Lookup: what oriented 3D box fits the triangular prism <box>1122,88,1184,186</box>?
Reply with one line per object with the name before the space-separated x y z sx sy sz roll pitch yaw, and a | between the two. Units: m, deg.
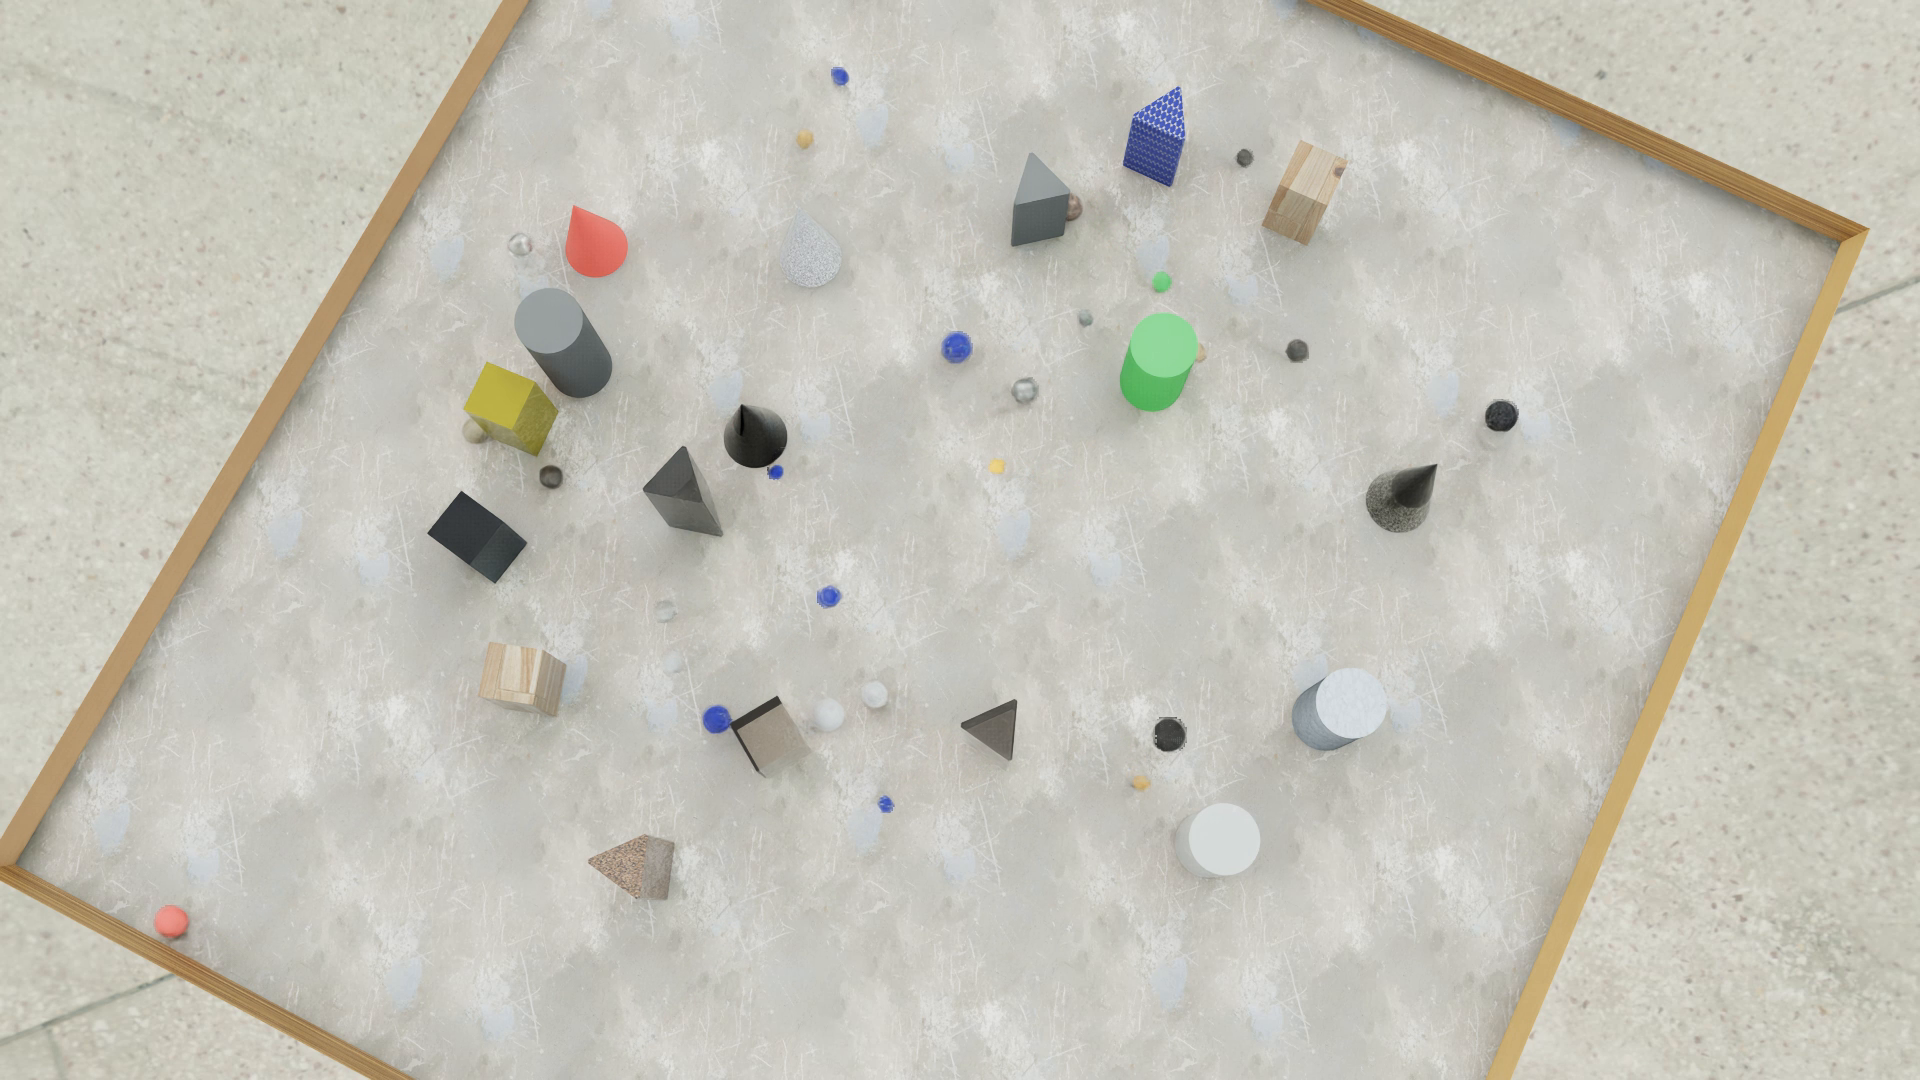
triangular prism | 0.630 -1.267 5.696 0.172 0.358 0.149 26 80 5

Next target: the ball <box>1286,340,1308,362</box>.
ball | 1.050 -0.589 5.704 0.068 0.068 0.068 0 78 0

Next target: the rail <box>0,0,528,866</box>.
rail | -1.847 -0.897 5.736 0.045 0.129 4.281 26 80 5

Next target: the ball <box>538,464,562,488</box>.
ball | -1.256 -0.195 5.620 0.071 0.071 0.071 0 78 0

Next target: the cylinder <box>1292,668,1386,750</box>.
cylinder | 1.095 0.495 5.316 0.198 0.389 0.198 0 78 0

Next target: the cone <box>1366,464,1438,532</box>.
cone | 1.349 -0.167 5.407 0.198 0.479 0.198 0 78 0

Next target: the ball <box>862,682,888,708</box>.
ball | -0.253 0.464 5.481 0.078 0.078 0.078 0 78 0

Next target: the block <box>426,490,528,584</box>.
block | -1.435 -0.005 5.463 0.159 0.304 0.159 35 80 7

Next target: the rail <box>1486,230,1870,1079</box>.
rail | 1.847 0.911 5.361 0.045 0.129 4.281 26 80 5

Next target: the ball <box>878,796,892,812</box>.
ball | -0.222 0.782 5.431 0.046 0.046 0.046 0 78 0

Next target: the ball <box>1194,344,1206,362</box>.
ball | 0.737 -0.585 5.708 0.059 0.059 0.059 0 78 0

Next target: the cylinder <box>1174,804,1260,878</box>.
cylinder | 0.735 0.866 5.261 0.198 0.345 0.198 0 78 0

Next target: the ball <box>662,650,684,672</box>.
ball | -0.861 0.365 5.508 0.064 0.064 0.064 0 78 0

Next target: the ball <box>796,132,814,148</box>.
ball | -0.496 -1.278 5.853 0.054 0.054 0.054 0 78 0

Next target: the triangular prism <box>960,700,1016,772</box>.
triangular prism | 0.114 0.545 5.304 0.172 0.392 0.149 35 80 7

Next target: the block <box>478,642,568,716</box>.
block | -1.278 0.411 5.369 0.159 0.319 0.159 8 78 2

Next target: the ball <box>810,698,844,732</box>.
ball | -0.395 0.520 5.459 0.097 0.097 0.097 0 78 0

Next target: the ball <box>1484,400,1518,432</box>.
ball | 1.667 -0.380 5.646 0.096 0.096 0.096 0 78 0

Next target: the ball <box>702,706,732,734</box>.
ball | -0.724 0.536 5.463 0.084 0.084 0.084 0 78 0

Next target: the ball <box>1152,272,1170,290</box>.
ball | 0.632 -0.813 5.754 0.060 0.060 0.060 0 78 0

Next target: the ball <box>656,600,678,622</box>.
ball | -0.887 0.215 5.537 0.069 0.069 0.069 0 78 0

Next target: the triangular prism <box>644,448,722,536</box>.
triangular prism | -0.797 -0.148 5.408 0.172 0.468 0.149 11 79 2

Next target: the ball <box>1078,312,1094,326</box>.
ball | 0.394 -0.692 5.736 0.047 0.047 0.047 0 78 0

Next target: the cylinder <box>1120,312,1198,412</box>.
cylinder | 0.597 -0.533 5.540 0.198 0.366 0.198 0 78 0

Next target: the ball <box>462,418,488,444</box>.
ball | -1.493 -0.337 5.646 0.080 0.080 0.080 0 78 0

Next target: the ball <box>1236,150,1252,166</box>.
ball | 0.906 -1.218 5.842 0.053 0.053 0.053 0 78 0

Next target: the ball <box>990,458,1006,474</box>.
ball | 0.116 -0.228 5.640 0.047 0.047 0.047 0 78 0

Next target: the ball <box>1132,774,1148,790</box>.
ball | 0.537 0.721 5.444 0.046 0.046 0.046 0 78 0

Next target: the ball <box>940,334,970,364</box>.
ball | -0.013 -0.595 5.692 0.094 0.094 0.094 0 78 0

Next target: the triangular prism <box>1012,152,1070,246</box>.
triangular prism | 0.230 -1.058 5.658 0.172 0.348 0.149 -13 79 -3

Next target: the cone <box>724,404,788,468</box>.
cone | -0.634 -0.357 5.498 0.198 0.377 0.198 0 78 0

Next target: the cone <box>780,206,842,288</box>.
cone | -0.473 -0.938 5.590 0.198 0.433 0.198 0 78 0

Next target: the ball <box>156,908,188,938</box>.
ball | -2.296 1.115 5.341 0.087 0.087 0.087 0 78 0

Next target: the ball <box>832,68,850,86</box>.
ball | -0.384 -1.490 5.898 0.053 0.053 0.053 0 78 0

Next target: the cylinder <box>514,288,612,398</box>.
cylinder | -1.186 -0.586 5.504 0.198 0.457 0.198 0 78 0

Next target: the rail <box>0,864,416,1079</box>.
rail | -0.947 1.861 5.165 4.177 0.129 0.045 26 80 5

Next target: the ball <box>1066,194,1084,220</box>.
ball | 0.346 -1.052 5.790 0.087 0.087 0.087 0 78 0

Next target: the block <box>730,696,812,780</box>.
block | -0.549 0.579 5.354 0.159 0.279 0.159 -30 80 -6

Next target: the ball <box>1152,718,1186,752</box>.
ball | 0.620 0.581 5.446 0.098 0.098 0.098 0 78 0

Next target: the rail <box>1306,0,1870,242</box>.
rail | 0.947 -1.847 5.932 4.177 0.129 0.045 26 80 5

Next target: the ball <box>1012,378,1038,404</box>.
ball | 0.199 -0.462 5.672 0.078 0.078 0.078 0 78 0

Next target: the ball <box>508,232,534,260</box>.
ball | -1.381 -0.924 5.765 0.083 0.083 0.083 0 78 0

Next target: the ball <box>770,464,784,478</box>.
ball | -0.564 -0.211 5.639 0.041 0.041 0.041 0 78 0

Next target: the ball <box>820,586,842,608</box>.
ball | -0.393 0.171 5.548 0.066 0.066 0.066 0 78 0

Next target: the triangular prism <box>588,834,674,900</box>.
triangular prism | -0.892 0.905 5.184 0.172 0.480 0.149 35 80 7

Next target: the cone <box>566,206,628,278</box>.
cone | -1.152 -0.962 5.633 0.198 0.358 0.198 0 78 0

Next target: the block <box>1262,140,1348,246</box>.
block | 1.063 -1.070 5.667 0.159 0.335 0.159 25 79 5

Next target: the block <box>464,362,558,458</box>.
block | -1.351 -0.391 5.532 0.159 0.324 0.159 22 79 5
